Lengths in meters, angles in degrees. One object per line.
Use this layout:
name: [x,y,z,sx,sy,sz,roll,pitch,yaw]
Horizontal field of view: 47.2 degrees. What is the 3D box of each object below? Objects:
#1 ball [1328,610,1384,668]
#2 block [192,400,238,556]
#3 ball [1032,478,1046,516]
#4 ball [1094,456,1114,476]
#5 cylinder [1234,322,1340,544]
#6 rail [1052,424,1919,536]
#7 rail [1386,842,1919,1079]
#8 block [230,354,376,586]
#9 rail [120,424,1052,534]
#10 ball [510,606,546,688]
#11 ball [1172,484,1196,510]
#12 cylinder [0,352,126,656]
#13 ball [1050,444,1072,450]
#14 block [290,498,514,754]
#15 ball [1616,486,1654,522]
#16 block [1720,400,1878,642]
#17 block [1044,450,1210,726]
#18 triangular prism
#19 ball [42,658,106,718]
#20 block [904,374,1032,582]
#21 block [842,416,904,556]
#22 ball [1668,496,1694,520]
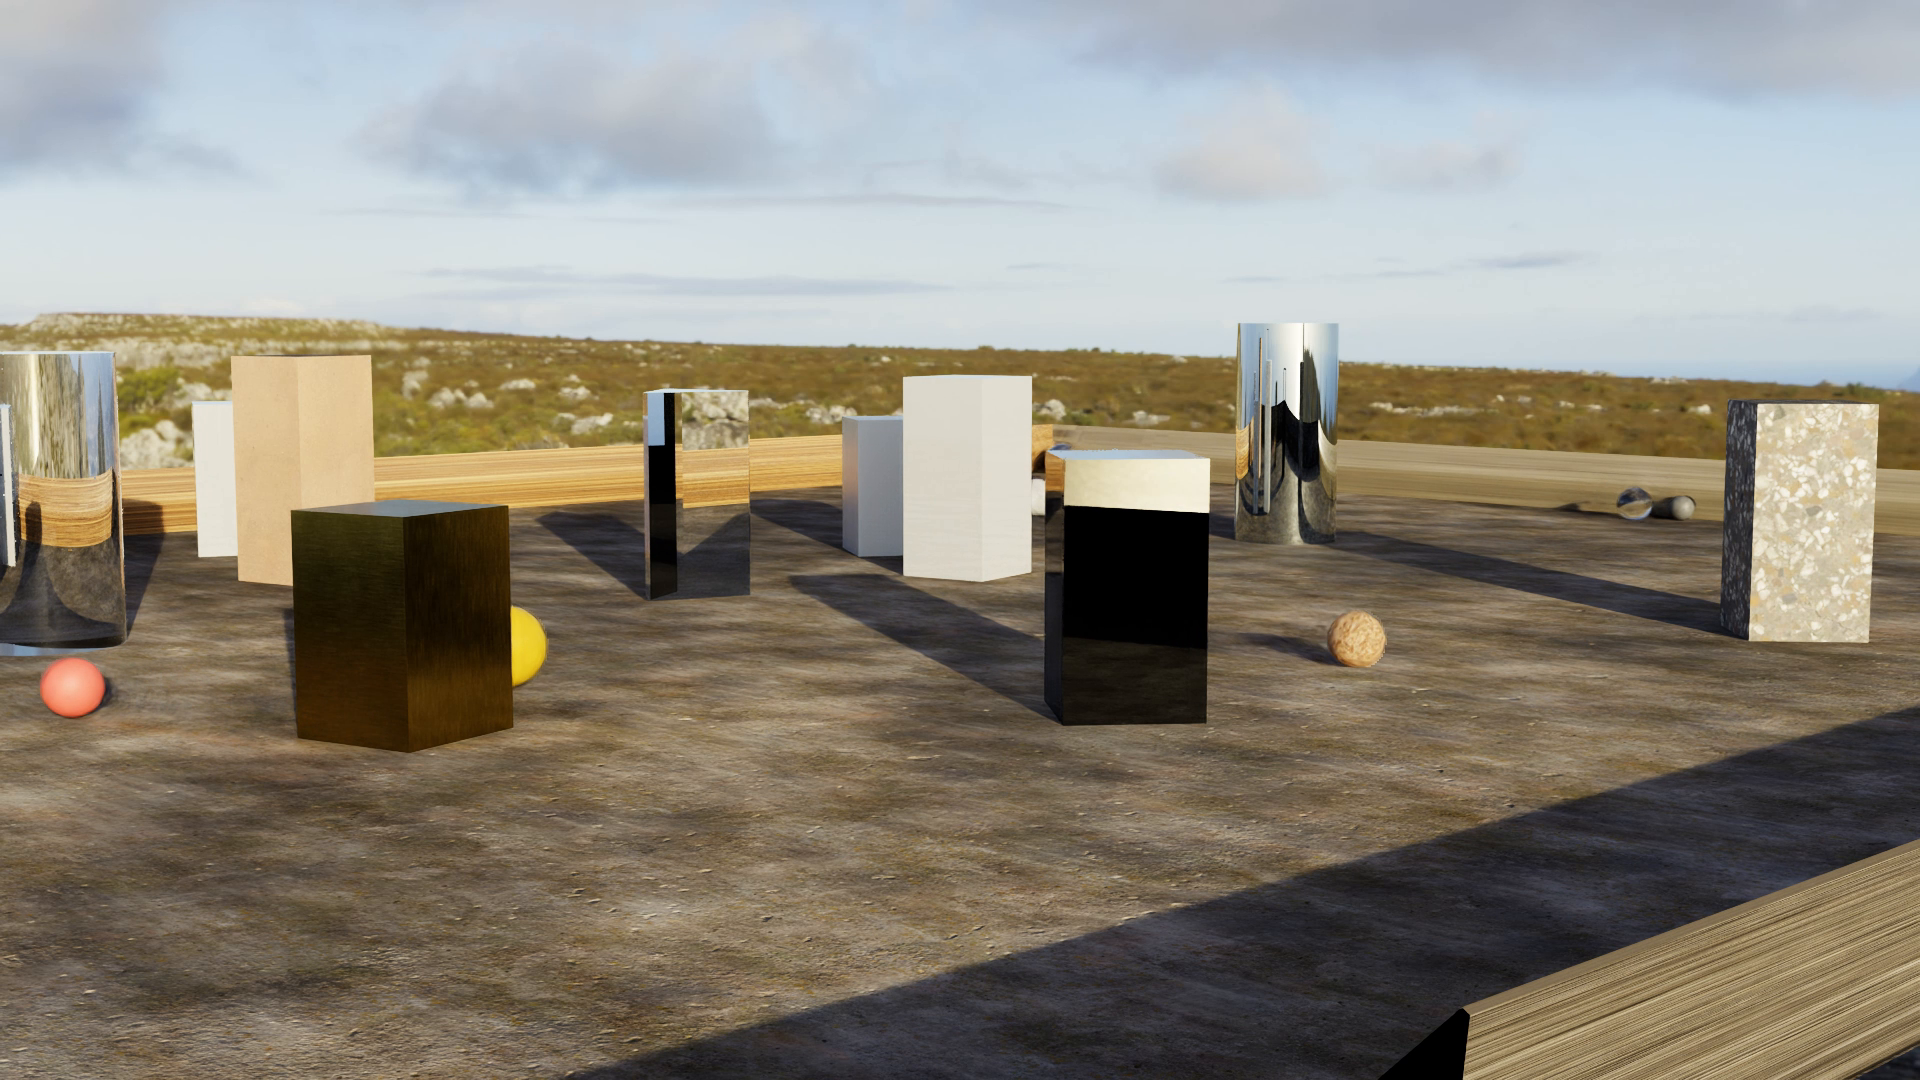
ball: [0.494,0.124,2.744,0.071,0.071,0.071,0,6,0]
block: [-1.330,-0.116,4.059,0.156,0.274,0.156,-2,6,-20]
ball: [0.165,-0.092,4.754,0.081,0.081,0.081,0,6,0]
ball: [0.384,-0.198,5.890,0.055,0.055,0.055,0,6,0]
cylinder: [0.631,-0.209,4.252,0.195,0.419,0.195,0,6,0]
rail: [1.511,-0.112,4.719,0.045,0.127,3.752,-5,8,-42]
rail: [1.256,0.175,1.978,4.160,0.127,0.045,-5,8,-42]
block: [-1.083,-0.119,3.634,0.156,0.369,0.156,4,7,32]
rail: [-1.256,-0.109,4.686,4.160,0.127,0.045,-5,8,-42]
ball: [-0.538,0.126,2.596,0.098,0.098,0.098,0,6,0]
ball: [0.500,-0.095,4.904,0.056,0.056,0.056,0,6,0]
cylinder: [-1.216,-0.054,2.915,0.195,0.388,0.195,0,6,0]
ball: [0.273,-0.219,5.957,0.084,0.084,0.084,0,6,0]
block: [-0.584,0.085,2.309,0.156,0.239,0.156,3,7,30]
ball: [1.425,-0.076,4.644,0.073,0.073,0.073,0,6,0]
block: [1.149,-0.030,3.020,0.156,0.319,0.156,1,6,5]
block: [0.181,0.048,2.430,0.156,0.286,0.156,-1,6,-5]
triangular prism: [-0.435,-0.076,3.457,0.169,0.319,0.146,-3,7,-26]
ball: [-0.971,0.162,2.407,0.065,0.065,0.065,0,6,0]
block: [0.013,-0.108,3.702,0.156,0.333,0.156,4,7,33]
block: [-0.126,-0.102,4.060,0.156,0.247,0.156,-1,6,-14]
ball: [1.528,-0.068,4.659,0.053,0.053,0.053,0,6,0]
